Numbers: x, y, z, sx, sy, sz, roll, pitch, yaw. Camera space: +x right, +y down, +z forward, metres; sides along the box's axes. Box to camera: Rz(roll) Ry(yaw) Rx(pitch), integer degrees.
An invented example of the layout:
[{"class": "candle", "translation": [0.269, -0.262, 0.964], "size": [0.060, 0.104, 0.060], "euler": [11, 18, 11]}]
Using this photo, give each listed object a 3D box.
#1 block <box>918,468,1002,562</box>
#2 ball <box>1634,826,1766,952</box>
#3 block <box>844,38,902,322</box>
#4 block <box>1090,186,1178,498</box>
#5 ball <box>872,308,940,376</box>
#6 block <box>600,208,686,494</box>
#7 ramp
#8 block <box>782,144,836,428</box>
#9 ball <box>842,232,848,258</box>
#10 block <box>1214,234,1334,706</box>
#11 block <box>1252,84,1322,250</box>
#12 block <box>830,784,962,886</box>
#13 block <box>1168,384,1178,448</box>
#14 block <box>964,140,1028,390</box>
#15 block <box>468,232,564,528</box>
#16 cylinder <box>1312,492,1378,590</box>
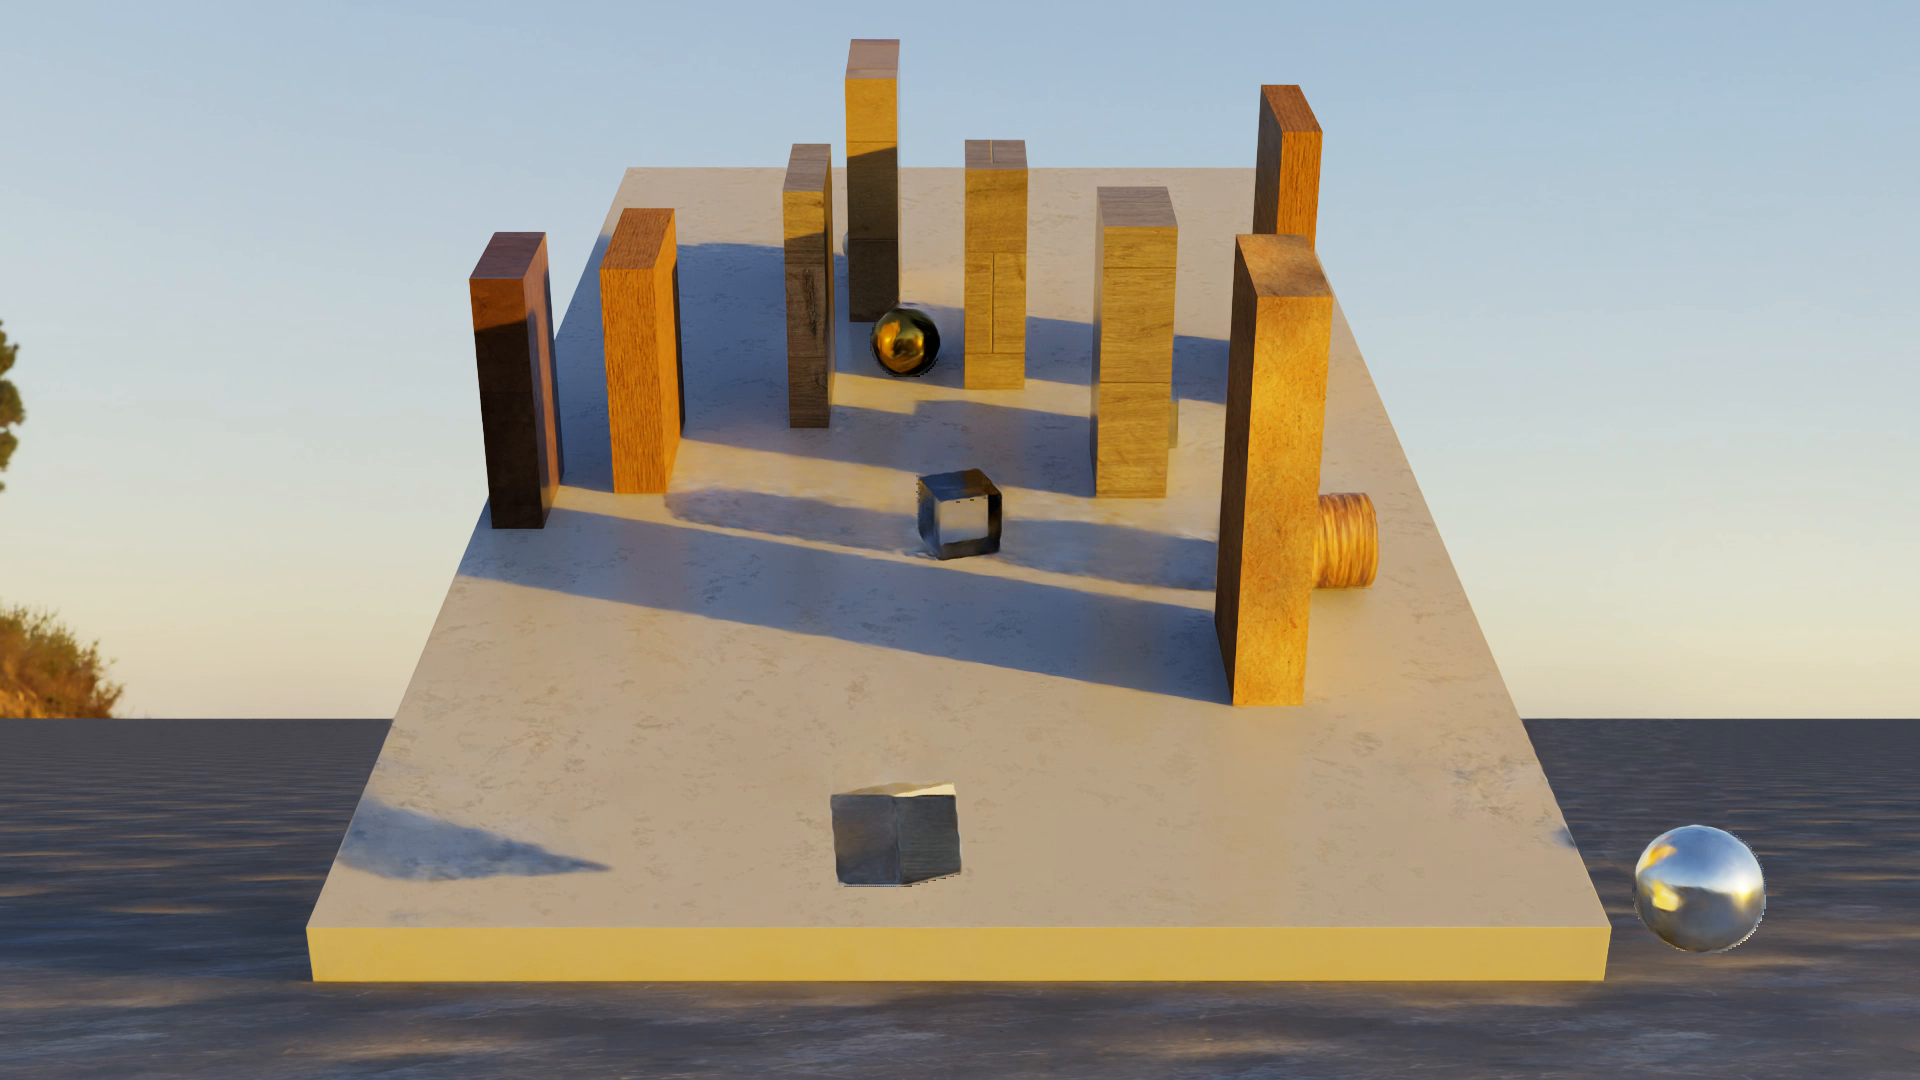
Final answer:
[{"class": "block", "translation": [-0.001, -0.052, 4.793], "size": [0.131, 0.131, 0.131], "euler": [-9, 27, -18]}, {"class": "ball", "translation": [1.190, 0.561, 3.789], "size": [0.203, 0.203, 0.203], "euler": [0, -4, 0]}, {"class": "block", "translation": [-0.218, -0.924, 6.029], "size": [0.126, 0.628, 0.400], "euler": [0, 26, 0]}, {"class": "block", "translation": [0.365, -0.419, 5.010], "size": [0.149, 0.606, 0.270], "euler": [0, 26, 0]}, {"class": "ball", "translation": [-0.130, -0.475, 5.634], "size": [0.163, 0.163, 0.163], "euler": [0, -4, 0]}, {"class": "block", "translation": [-0.685, -0.416, 5.113], "size": [0.111, 0.505, 0.409], "euler": [0, 26, 0]}, {"class": "ramp", "translation": [-0.009, -0.229, 5.426], "size": [2.000, 0.100, 4.000], "euler": [0, 26, 0]}, {"class": "block", "translation": [-0.344, -0.587, 5.409], "size": [0.089, 0.559, 0.371], "euler": [0, 26, 0]}, {"class": "ball", "translation": [-0.265, -0.800, 6.370], "size": [0.108, 0.108, 0.108], "euler": [0, -4, 0]}, {"class": "block", "translation": [0.552, -0.123, 4.199], "size": [0.125, 0.776, 0.327], "euler": [0, 26, 0]}, {"class": "block", "translation": [0.754, -0.689, 5.508], "size": [0.088, 0.661, 0.403], "euler": [0, 26, 0]}, {"class": "block", "translation": [-0.094, 0.432, 3.469], "size": [0.130, 0.130, 0.130], "euler": [-6, -1, 41]}, {"class": "block", "translation": [0.431, -0.280, 5.290], "size": [0.112, 0.112, 0.112], "euler": [1, 26, 2]}, {"class": "block", "translation": [0.082, -0.652, 5.569], "size": [0.142, 0.538, 0.244], "euler": [0, 26, 0]}, {"class": "block", "translation": [-0.917, -0.333, 4.892], "size": [0.107, 0.547, 0.294], "euler": [0, 26, 0]}, {"class": "cylinder", "translation": [0.705, 0.003, 4.618], "size": [0.186, 0.186, 0.186], "euler": [-3, -4, -6]}]
